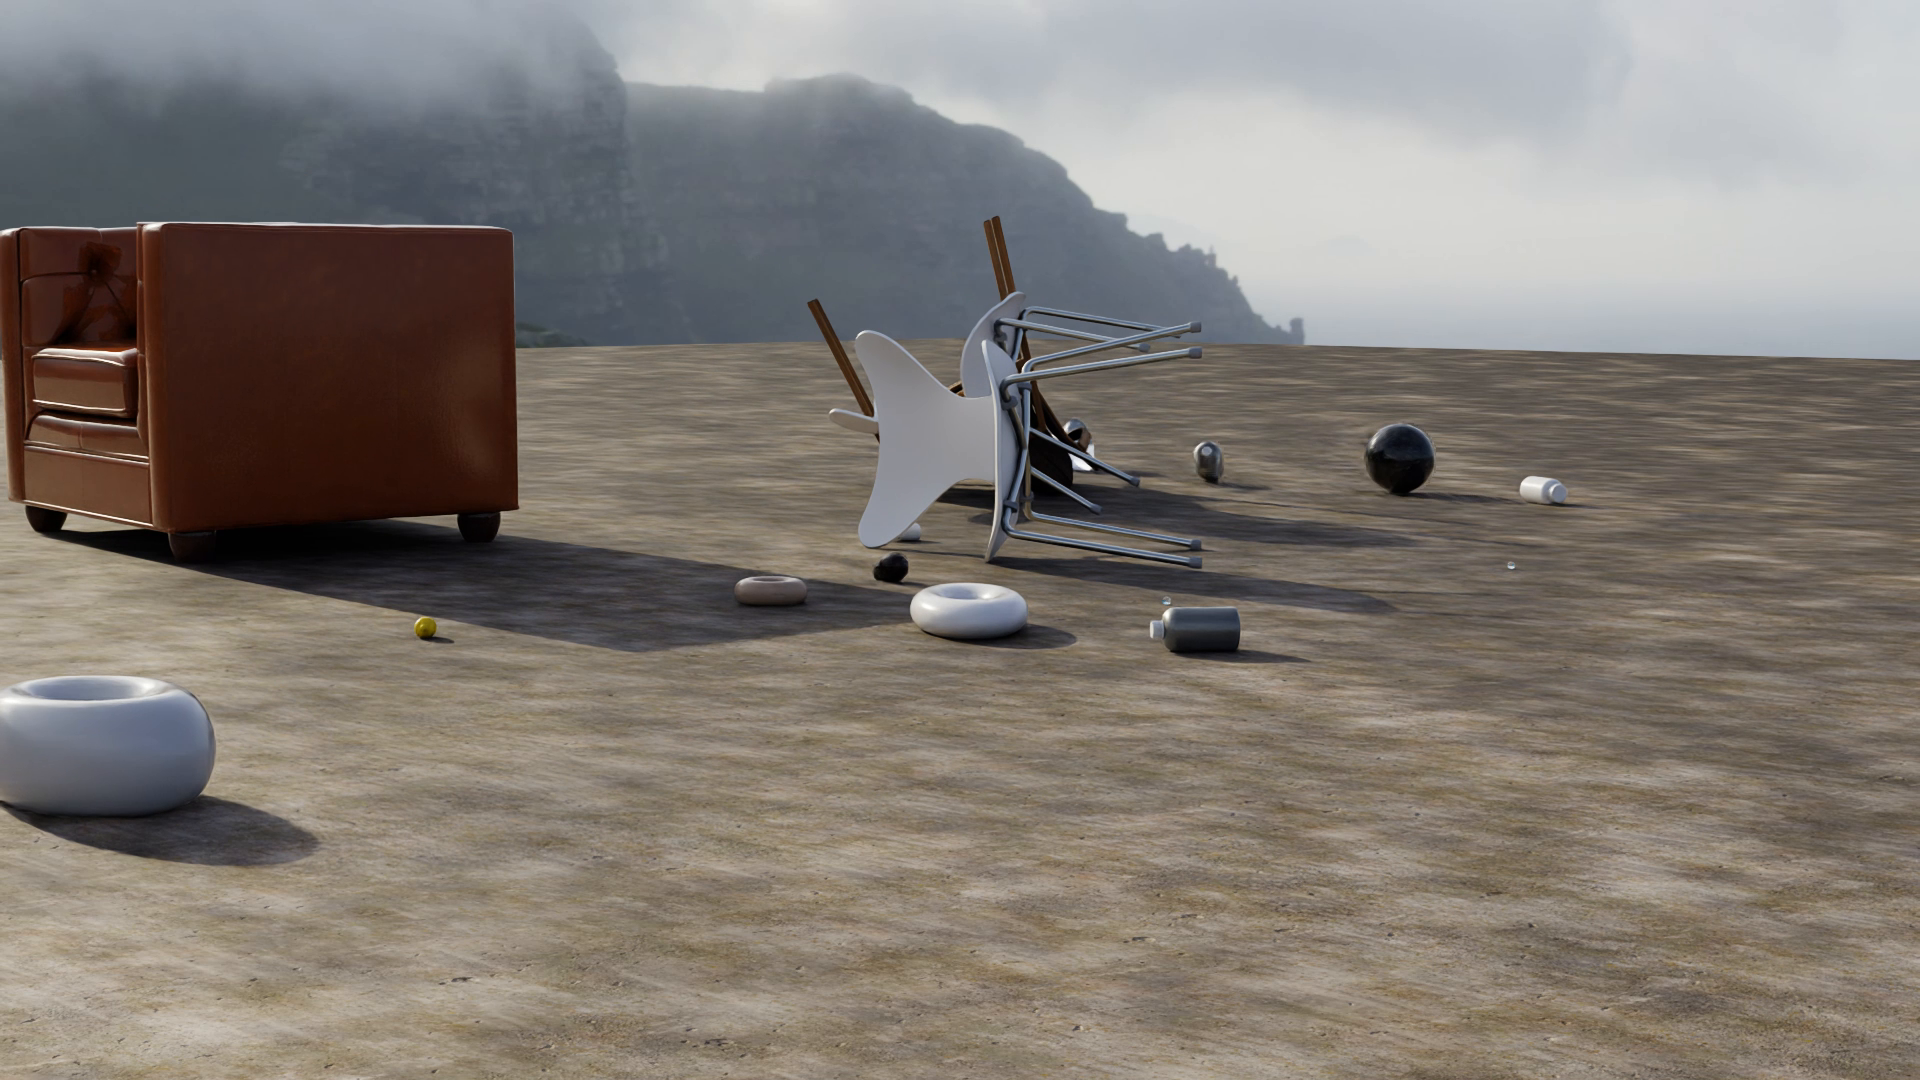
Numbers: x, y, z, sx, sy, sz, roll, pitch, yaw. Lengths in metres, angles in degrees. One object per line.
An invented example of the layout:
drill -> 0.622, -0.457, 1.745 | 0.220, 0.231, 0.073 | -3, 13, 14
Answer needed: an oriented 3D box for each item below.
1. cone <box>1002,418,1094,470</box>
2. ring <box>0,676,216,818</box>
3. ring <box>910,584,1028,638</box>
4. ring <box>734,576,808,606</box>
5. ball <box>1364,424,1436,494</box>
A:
cone -> 0.275, -0.287, 8.768 | 0.322, 0.181, 0.173 | -15, -18, 31
ring -> -1.089, 0.257, 3.225 | 0.386, 0.144, 0.244 | 3, 8, 40
ring -> 0.017, 0.131, 4.794 | 0.218, 0.072, 0.358 | -2, 7, -9
ring -> -0.381, 0.103, 5.175 | 0.149, 0.049, 0.125 | -1, 7, -17
ball -> 1.333, -0.247, 7.781 | 0.212, 0.212, 0.212 | 0, 6, 0
